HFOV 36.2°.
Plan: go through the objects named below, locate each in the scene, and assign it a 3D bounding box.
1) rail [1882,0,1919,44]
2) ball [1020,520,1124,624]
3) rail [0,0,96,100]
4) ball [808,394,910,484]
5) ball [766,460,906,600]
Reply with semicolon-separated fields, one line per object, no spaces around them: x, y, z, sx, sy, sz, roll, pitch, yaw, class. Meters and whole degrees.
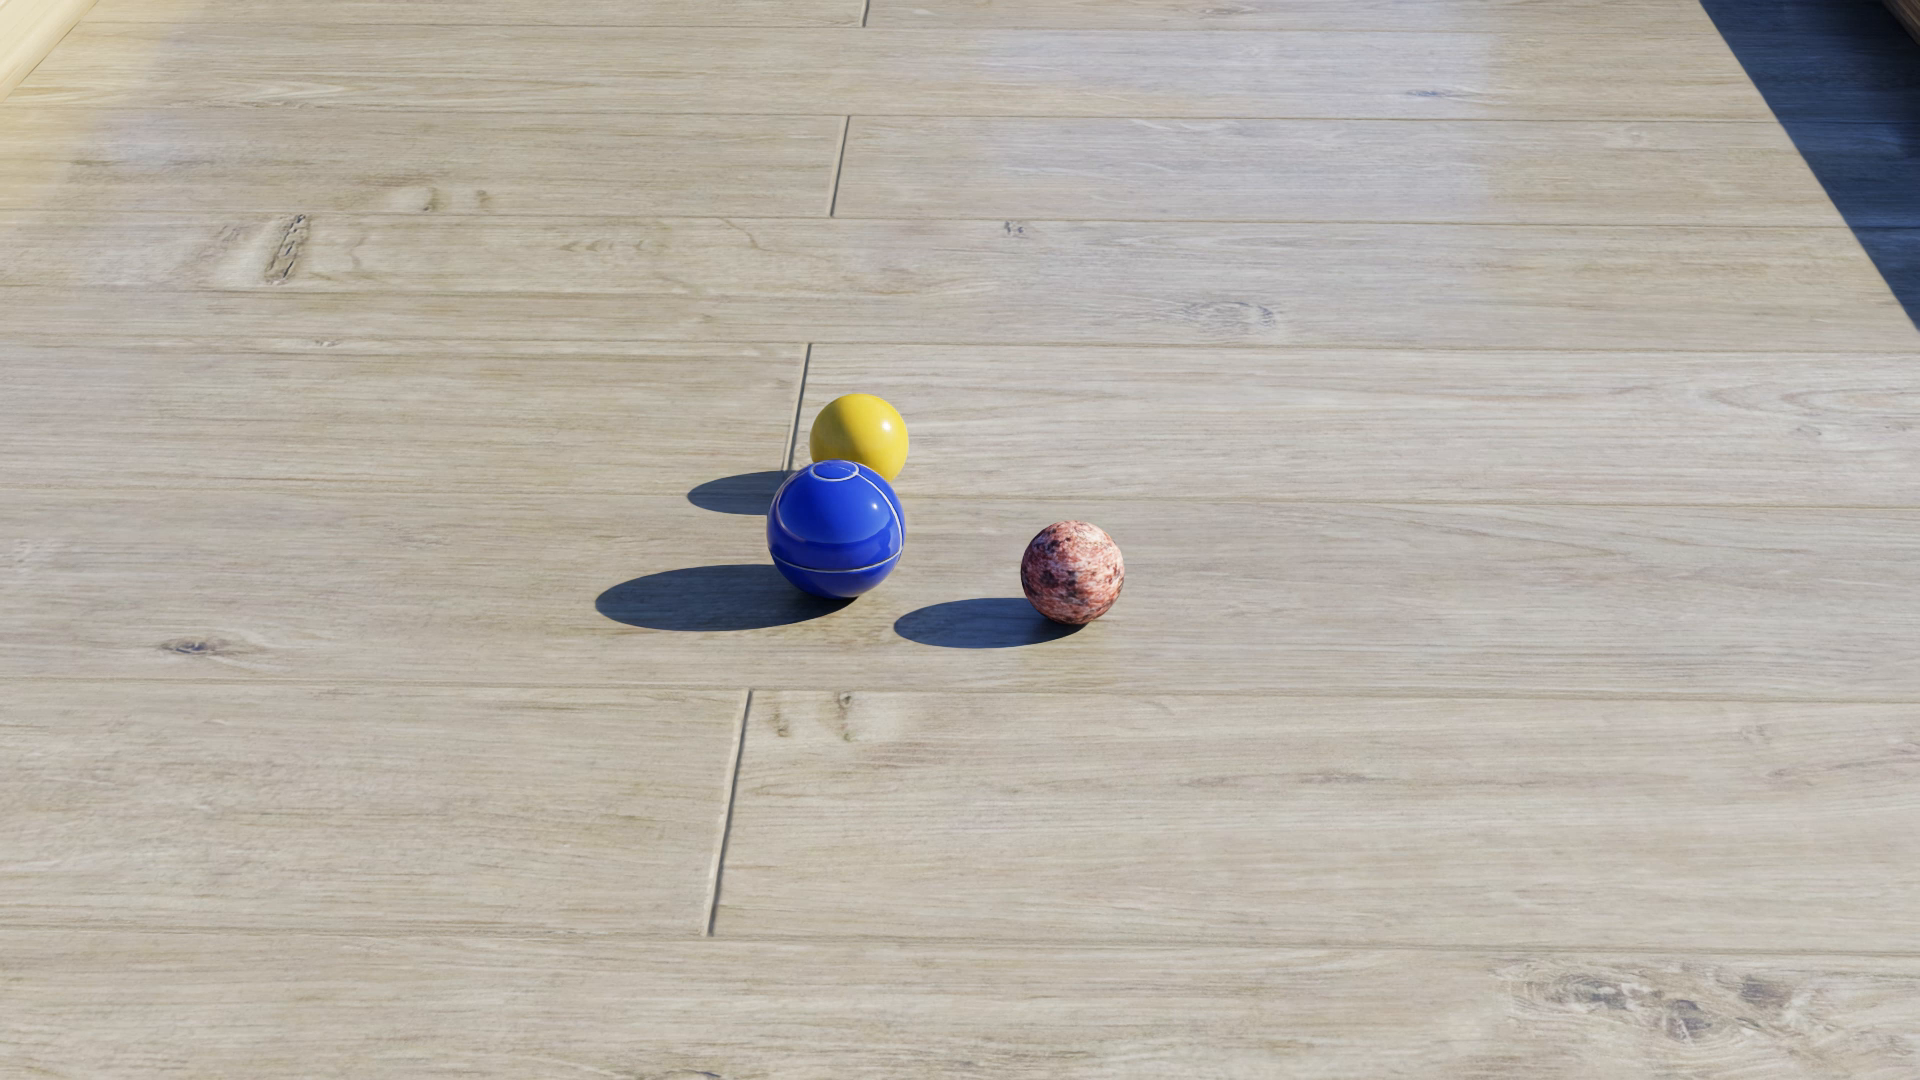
0.875;-0.375;2.475;0.045;0.111;3.173;1;28;1;rail
0.068;0.020;1.771;0.063;0.063;0.063;0;28;0;ball
-0.837;-0.394;2.511;0.045;0.111;3.173;1;28;1;rail
-0.066;-0.063;1.927;0.066;0.066;0.066;0;28;0;ball
-0.076;-0.006;1.796;0.086;0.086;0.086;0;28;0;ball
